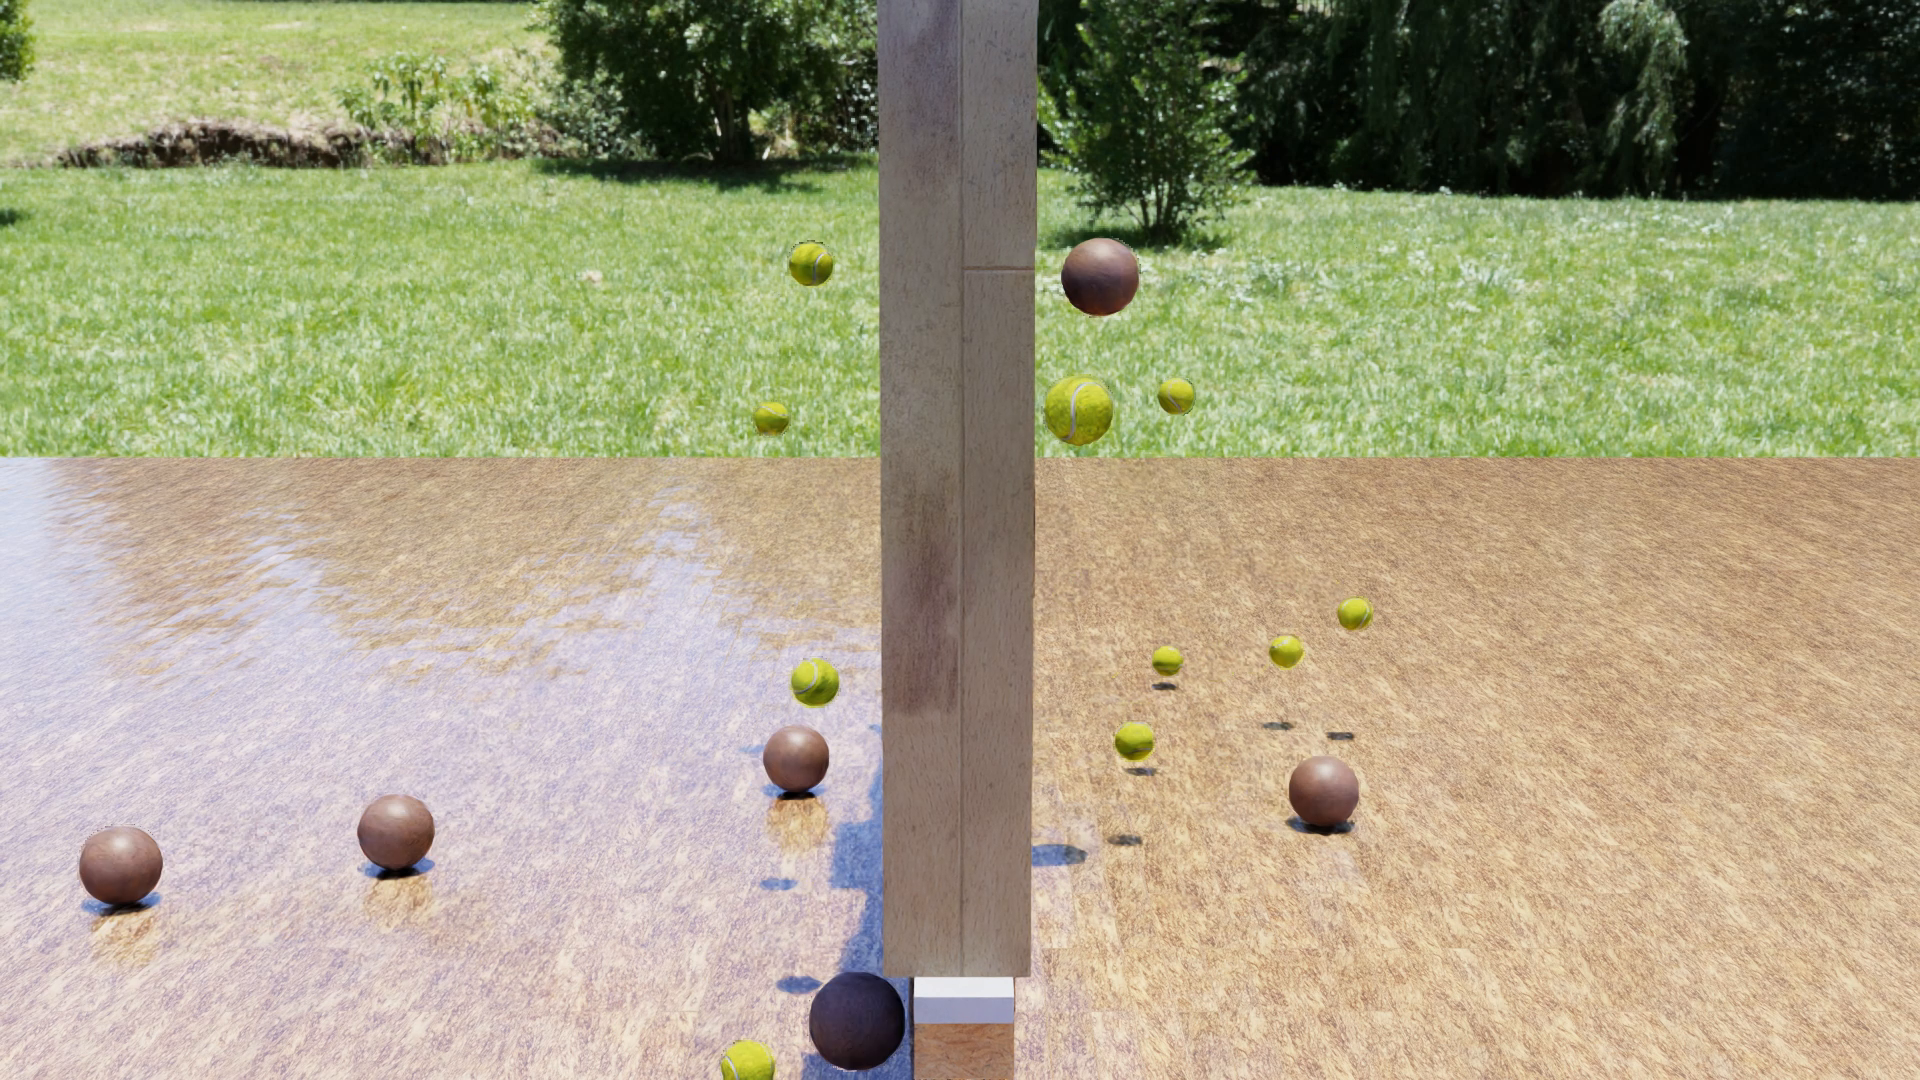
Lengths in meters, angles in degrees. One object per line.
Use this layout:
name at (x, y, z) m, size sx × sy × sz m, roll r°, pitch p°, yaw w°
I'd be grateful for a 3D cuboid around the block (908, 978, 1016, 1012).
block at (0.003, 0.526, 3.169) m, size 0.154 × 0.309 × 0.044 m, roll 0°, pitch 11°, yaw 0°

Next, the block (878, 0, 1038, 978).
block at (-0.003, -0.208, 2.497) m, size 0.175 × 1.467 × 0.049 m, roll 0°, pitch 10°, yaw 0°

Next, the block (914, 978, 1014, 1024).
block at (0.004, 0.524, 2.664) m, size 0.116 × 0.033 × 0.232 m, roll 0°, pitch 11°, yaw 0°

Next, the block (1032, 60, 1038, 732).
block at (0.010, -0.174, 2.784) m, size 0.166 × 0.848 × 0.047 m, roll 0°, pitch 10°, yaw -2°

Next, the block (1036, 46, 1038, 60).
block at (0.005, -0.634, 2.813) m, size 0.166 × 0.047 × 0.333 m, roll 0°, pitch 11°, yaw -2°

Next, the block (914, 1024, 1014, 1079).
block at (0.005, 0.668, 2.615) m, size 0.116 × 0.232 × 0.033 m, roll 1°, pitch 10°, yaw 3°

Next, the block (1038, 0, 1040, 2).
block at (0.007, -0.801, 2.623) m, size 0.175 × 0.349 × 0.049 m, roll 0°, pitch 11°, yaw -3°
